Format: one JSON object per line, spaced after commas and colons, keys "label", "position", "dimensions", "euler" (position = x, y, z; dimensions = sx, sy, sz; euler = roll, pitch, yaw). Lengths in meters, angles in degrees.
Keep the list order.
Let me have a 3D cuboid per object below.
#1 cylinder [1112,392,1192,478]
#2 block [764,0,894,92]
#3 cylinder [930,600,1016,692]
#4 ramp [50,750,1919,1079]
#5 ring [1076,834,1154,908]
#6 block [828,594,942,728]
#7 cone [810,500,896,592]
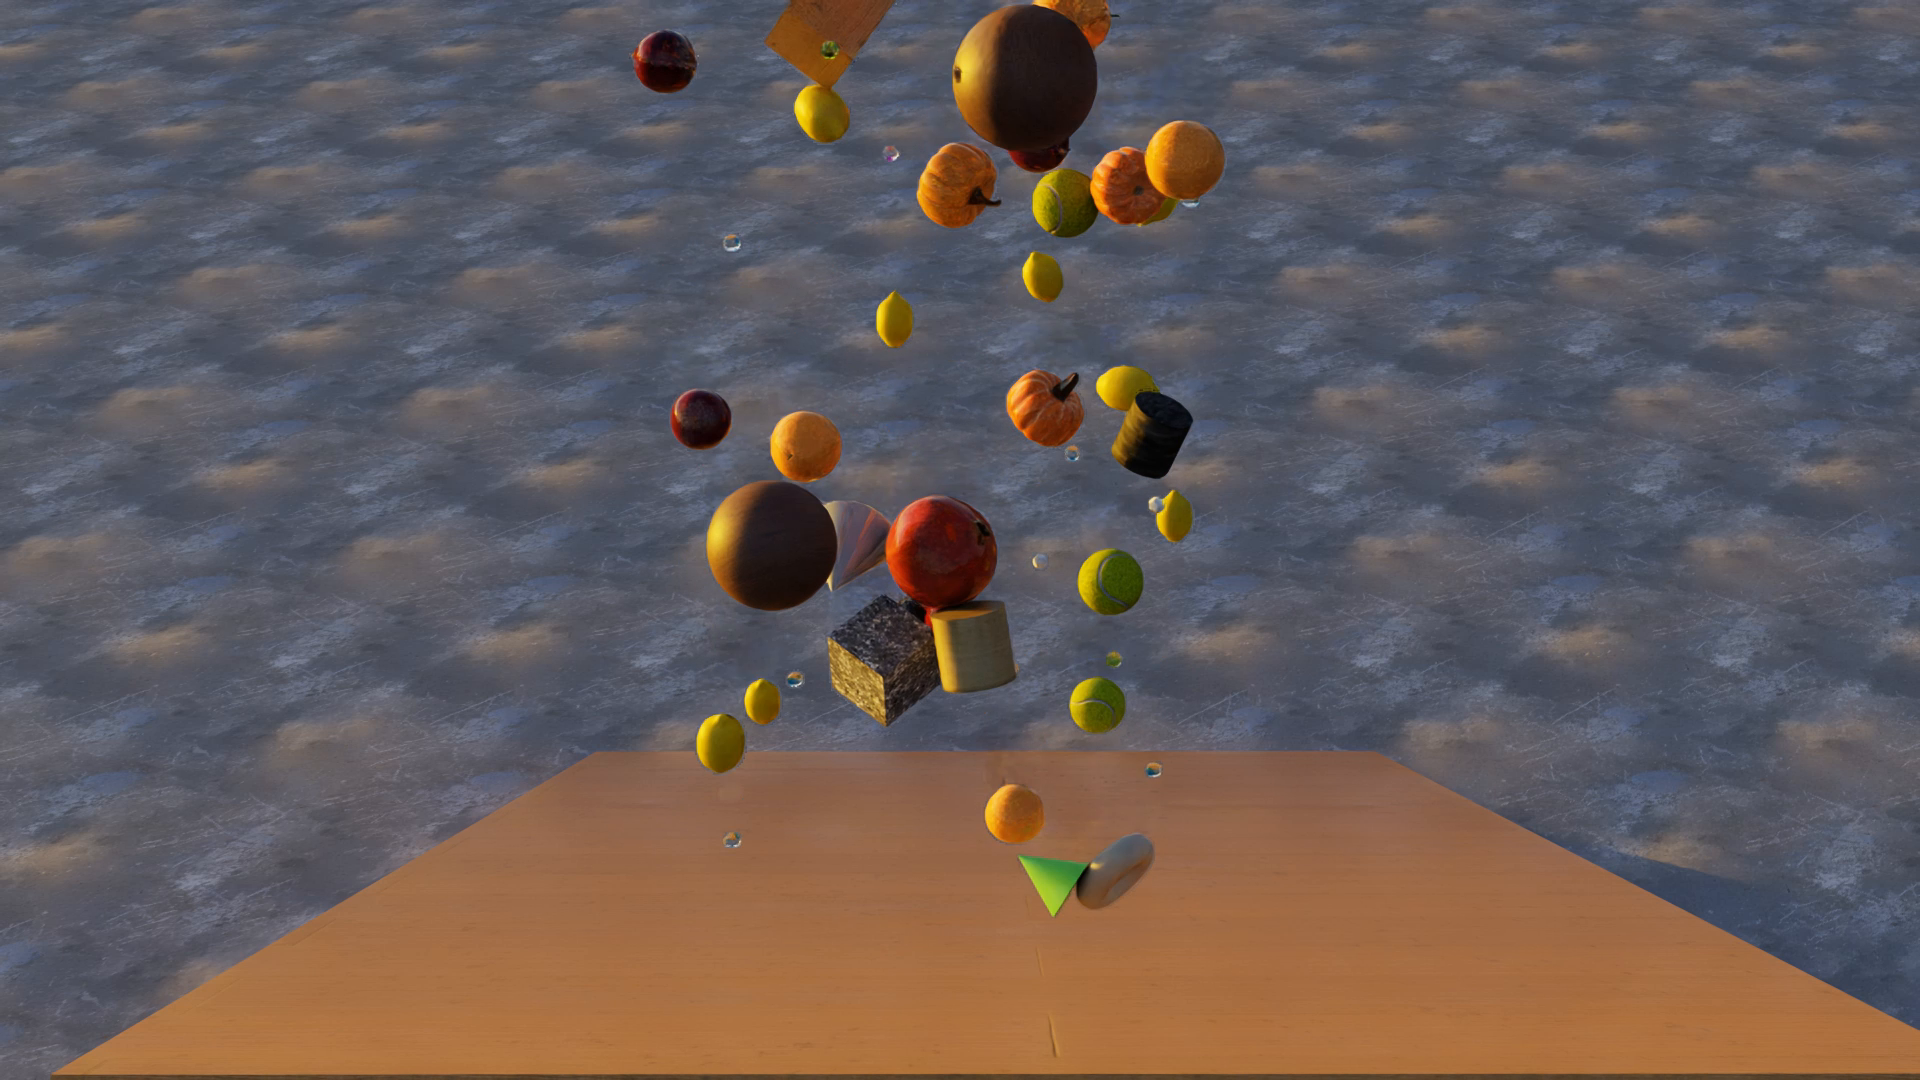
{"label": "cylinder", "position": [0.201, -0.111, 2.717], "dimensions": [0.065, 0.065, 0.065], "euler": [17, 31, -11]}
{"label": "block", "position": [-0.130, -0.512, 2.557], "dimensions": [0.080, 0.080, 0.080], "euler": [36, 67, -9]}
{"label": "cylinder", "position": [0.014, 0.108, 2.638], "dimensions": [0.076, 0.076, 0.076], "euler": [-9, 11, 2]}
{"label": "ramp", "position": [0.067, 0.595, 4.651], "dimensions": [2.000, 0.100, 4.000], "euler": [0, 0, 0]}
{"label": "ring", "position": [0.187, 0.399, 3.117], "dimensions": [0.113, 0.113, 0.038], "euler": [-26, 62, -38]}
{"label": "block", "position": [-0.080, 0.127, 2.743], "dimensions": [0.082, 0.082, 0.082], "euler": [35, 57, 29]}
{"label": "cone", "position": [-0.123, 0.024, 2.714], "dimensions": [0.093, 0.093, 0.093], "euler": [6, 43, 11]}
